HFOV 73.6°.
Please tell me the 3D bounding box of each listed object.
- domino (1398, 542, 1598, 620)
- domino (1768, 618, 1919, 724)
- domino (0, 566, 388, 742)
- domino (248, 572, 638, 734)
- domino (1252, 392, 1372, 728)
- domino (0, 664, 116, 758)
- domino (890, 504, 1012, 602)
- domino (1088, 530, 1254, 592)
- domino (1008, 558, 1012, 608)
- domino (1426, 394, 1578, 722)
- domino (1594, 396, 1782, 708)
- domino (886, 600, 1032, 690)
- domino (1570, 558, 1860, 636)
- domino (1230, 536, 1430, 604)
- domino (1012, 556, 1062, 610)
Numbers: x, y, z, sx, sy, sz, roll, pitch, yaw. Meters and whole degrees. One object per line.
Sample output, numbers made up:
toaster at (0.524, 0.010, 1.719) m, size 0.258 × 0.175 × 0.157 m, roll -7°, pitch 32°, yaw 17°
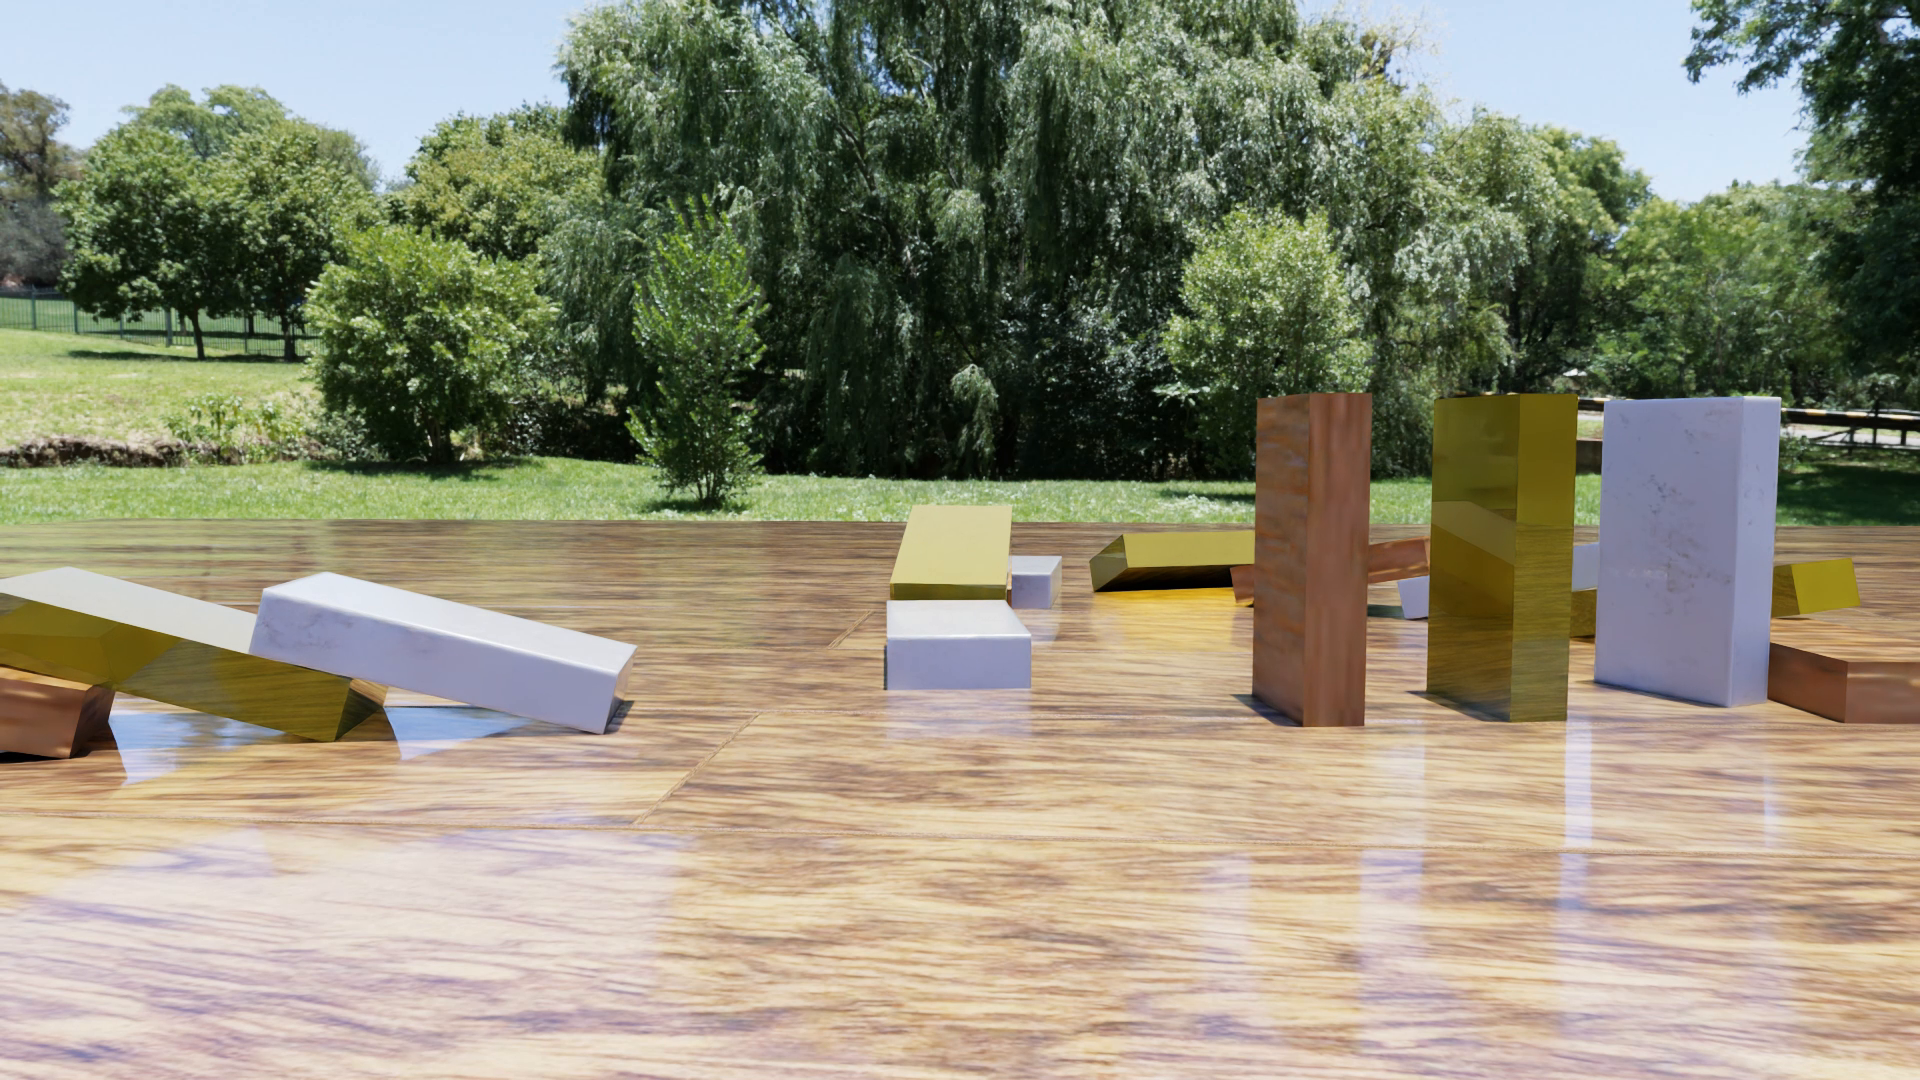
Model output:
domino at (0.133, 0.009, 0.302) m, size 0.025 × 0.009 × 0.050 m, roll -4°, pitch -9°, yaw -45°
domino at (0.148, 0.021, 0.220) m, size 0.025 × 0.009 × 0.050 m, roll 0°, pitch 4°, yaw 1°
domino at (-0.114, 0.017, 0.191) m, size 0.050 × 0.010 × 0.025 m, roll 16°, pitch 2°, yaw -10°
domino at (-0.077, 0.017, 0.196) m, size 0.050 × 0.009 × 0.025 m, roll 15°, pitch 2°, yaw -9°
domino at (0.055, 0.002, 0.204) m, size 0.009 × 0.050 × 0.025 m, roll 0°, pitch 4°, yaw -5°
domino at (-0.147, 0.019, 0.175) m, size 0.050 × 0.010 × 0.025 m, roll 14°, pitch -2°, yaw -24°
domino at (-0.001, 0.005, 0.300) m, size 0.025 × 0.010 × 0.050 m, roll 1°, pitch 21°, yaw 4°
domino at (0.065, 0.006, 0.365) m, size 0.050 × 0.010 × 0.025 m, roll -1°, pitch -17°, yaw -17°
domino at (0.000, 0.007, 0.321) m, size 0.025 × 0.010 × 0.050 m, roll 0°, pitch 21°, yaw 2°
domino at (0.087, 0.002, 0.207) m, size 0.009 × 0.050 × 0.025 m, roll -1°, pitch 4°, yaw -9°
domino at (0.123, 0.001, 0.218) m, size 0.009 × 0.050 × 0.025 m, roll -2°, pitch 5°, yaw -26°
domino at (-0.002, 0.019, 0.247) m, size 0.025 × 0.010 × 0.050 m, roll 0°, pitch 4°, yaw -3°
domino at (0.153, 0.013, 0.268) m, size 0.025 × 0.009 × 0.050 m, roll -3°, pitch -7°, yaw -33°
domino at (0.099, 0.007, 0.332) m, size 0.050 × 0.009 × 0.025 m, roll -11°, pitch -5°, yaw 34°
domino at (0.014, 0.011, 0.355) m, size 0.025 × 0.010 × 0.050 m, roll 1°, pitch 4°, yaw 8°
